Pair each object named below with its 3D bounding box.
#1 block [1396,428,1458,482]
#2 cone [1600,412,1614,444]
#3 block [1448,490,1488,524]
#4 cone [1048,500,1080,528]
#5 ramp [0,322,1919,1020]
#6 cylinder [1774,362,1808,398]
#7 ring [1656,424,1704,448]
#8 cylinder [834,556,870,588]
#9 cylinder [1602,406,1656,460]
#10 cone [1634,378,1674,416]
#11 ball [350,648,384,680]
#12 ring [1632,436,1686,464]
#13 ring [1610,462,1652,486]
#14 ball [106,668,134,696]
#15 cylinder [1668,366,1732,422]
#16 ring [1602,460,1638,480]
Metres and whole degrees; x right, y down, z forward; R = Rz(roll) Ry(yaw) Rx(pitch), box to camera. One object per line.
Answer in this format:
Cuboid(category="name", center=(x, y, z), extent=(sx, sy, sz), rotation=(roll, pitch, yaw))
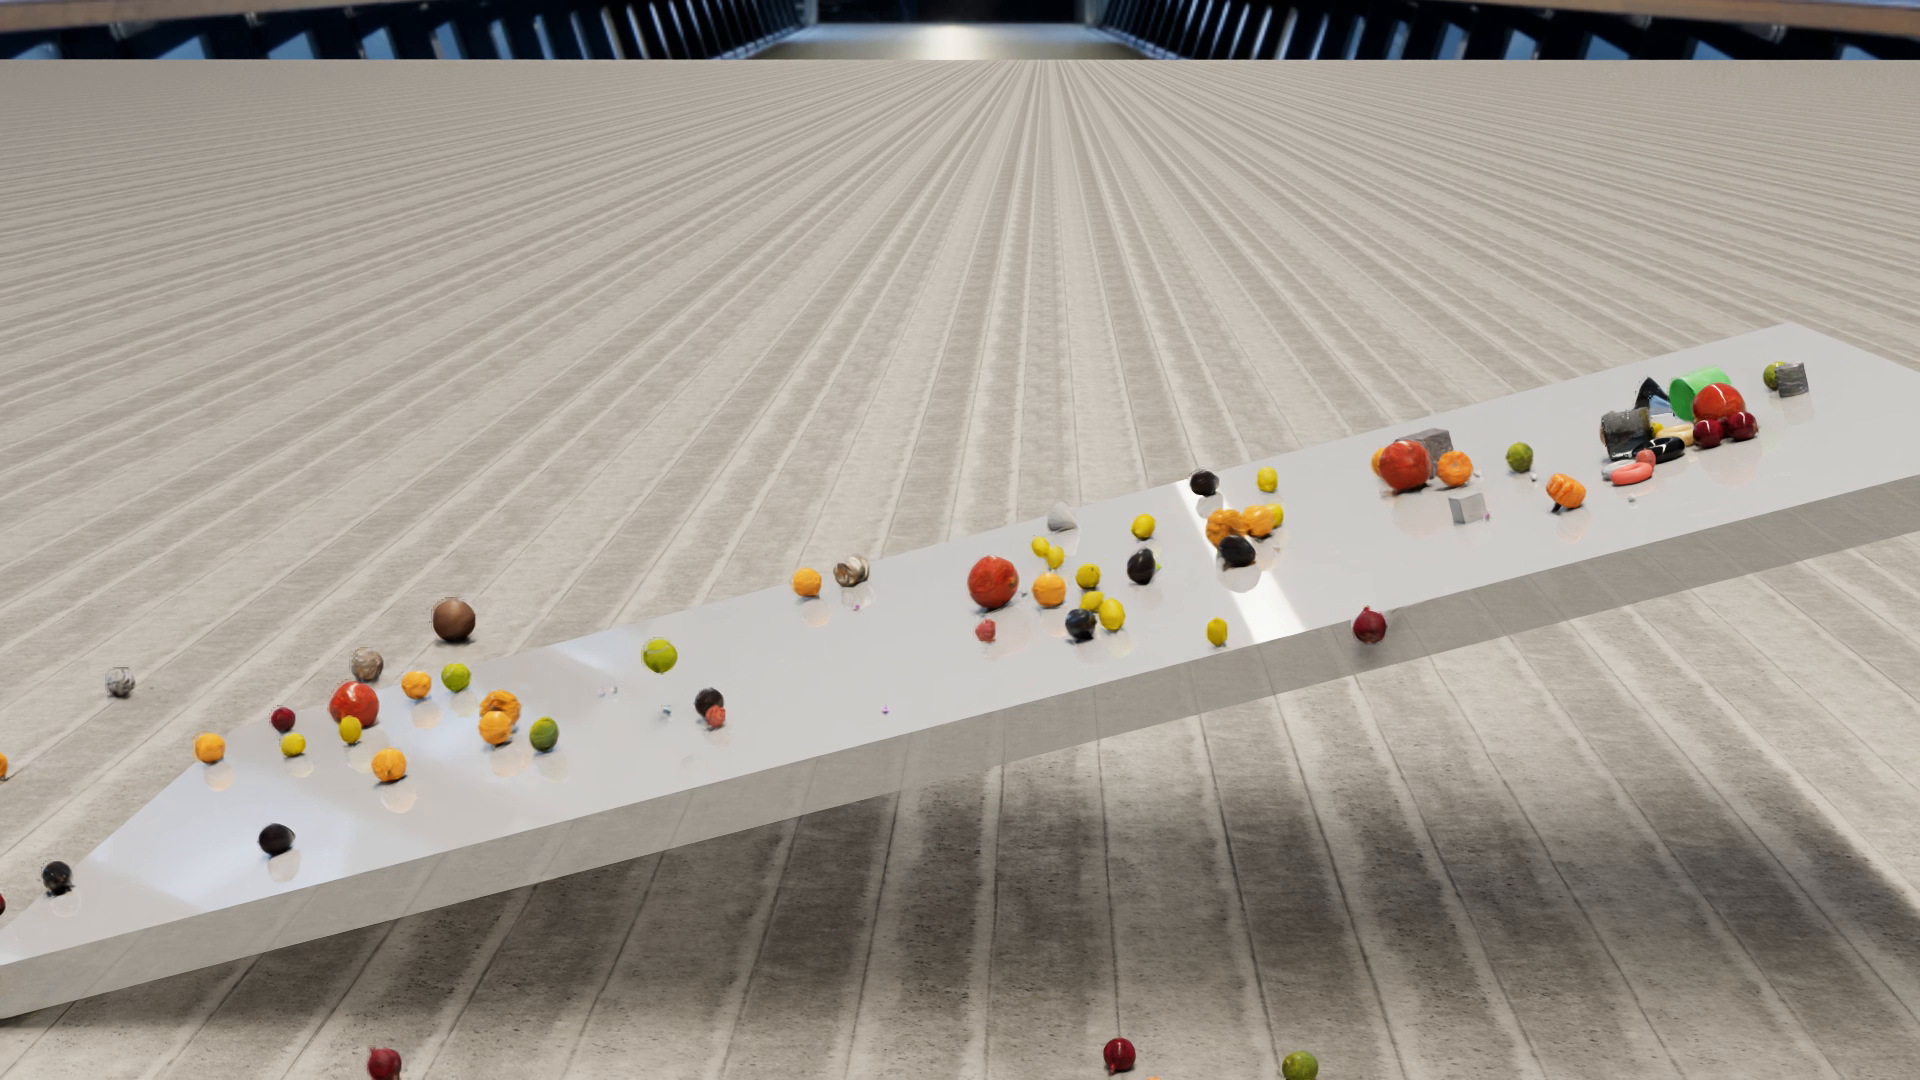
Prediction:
Cuboid(category="block", center=(1.024, -0.187, 6.447), extent=(0.091, 0.091, 0.091), rotation=(-17, 9, -10))
Cuboid(category="cone", center=(1.413, -0.232, 6.268), extent=(0.072, 0.072, 0.072), rotation=(10, 7, -17))
Cuboid(category="block", center=(1.013, -0.066, 5.866), extent=(0.052, 0.052, 0.052), rotation=(-18, 9, -14))
Cuboid(category="cone", center=(0.260, -0.043, 7.017), extent=(0.075, 0.075, 0.075), rotation=(31, 24, 25))
Cuboid(category="ramp", center=(0.079, 0.191, 6.330), extent=(4.000, 0.100, 2.000), rotation=(-15, 9, 4))
Cuboid(category="cylinder", center=(1.767, -0.341, 6.250), extent=(0.061, 0.061, 0.061), rotation=(-15, 9, 2))
Cuboid(category="ring", center=(1.478, -0.212, 6.039), extent=(0.101, 0.034, 0.101), rotation=(-11, 11, 2))
Cuboid(category="cylinder", center=(-0.260, 0.075, 7.068), extent=(0.062, 0.062, 0.062), rotation=(8, 23, 40))
Cuboid(category="cylinder", center=(1.378, -0.220, 6.059), extent=(0.094, 0.094, 0.094), rotation=(-13, 6, 17))
Cuboid(category="cone", center=(1.534, -0.296, 6.418), extent=(0.095, 0.095, 0.095), rotation=(21, 19, 27))
Cuboid(category="ball", center=(-1.696, 0.357, 8.411), extent=(0.092, 0.092, 0.092), rotation=(0, 10, 0))
Cuboid(category="ring", center=(1.413, -0.181, 5.951), extent=(0.109, 0.036, 0.109), rotation=(-16, 10, 3))
Cuboid(category="ring", center=(1.328, -0.131, 5.816), extent=(0.083, 0.028, 0.083), rotation=(-16, 10, 3))
Cuboid(category="ball", center=(-2.346, 0.398, 8.222), extent=(0.076, 0.076, 0.076), rotation=(0, 10, 0))
Cuboid(category="cylinder", center=(1.580, -0.311, 6.272), extent=(0.095, 0.095, 0.095), rotation=(-19, 16, -21))
Cuboid(category="ring", center=(1.322, -0.141, 5.892), extent=(0.077, 0.026, 0.077), rotation=(-16, 9, 3))
